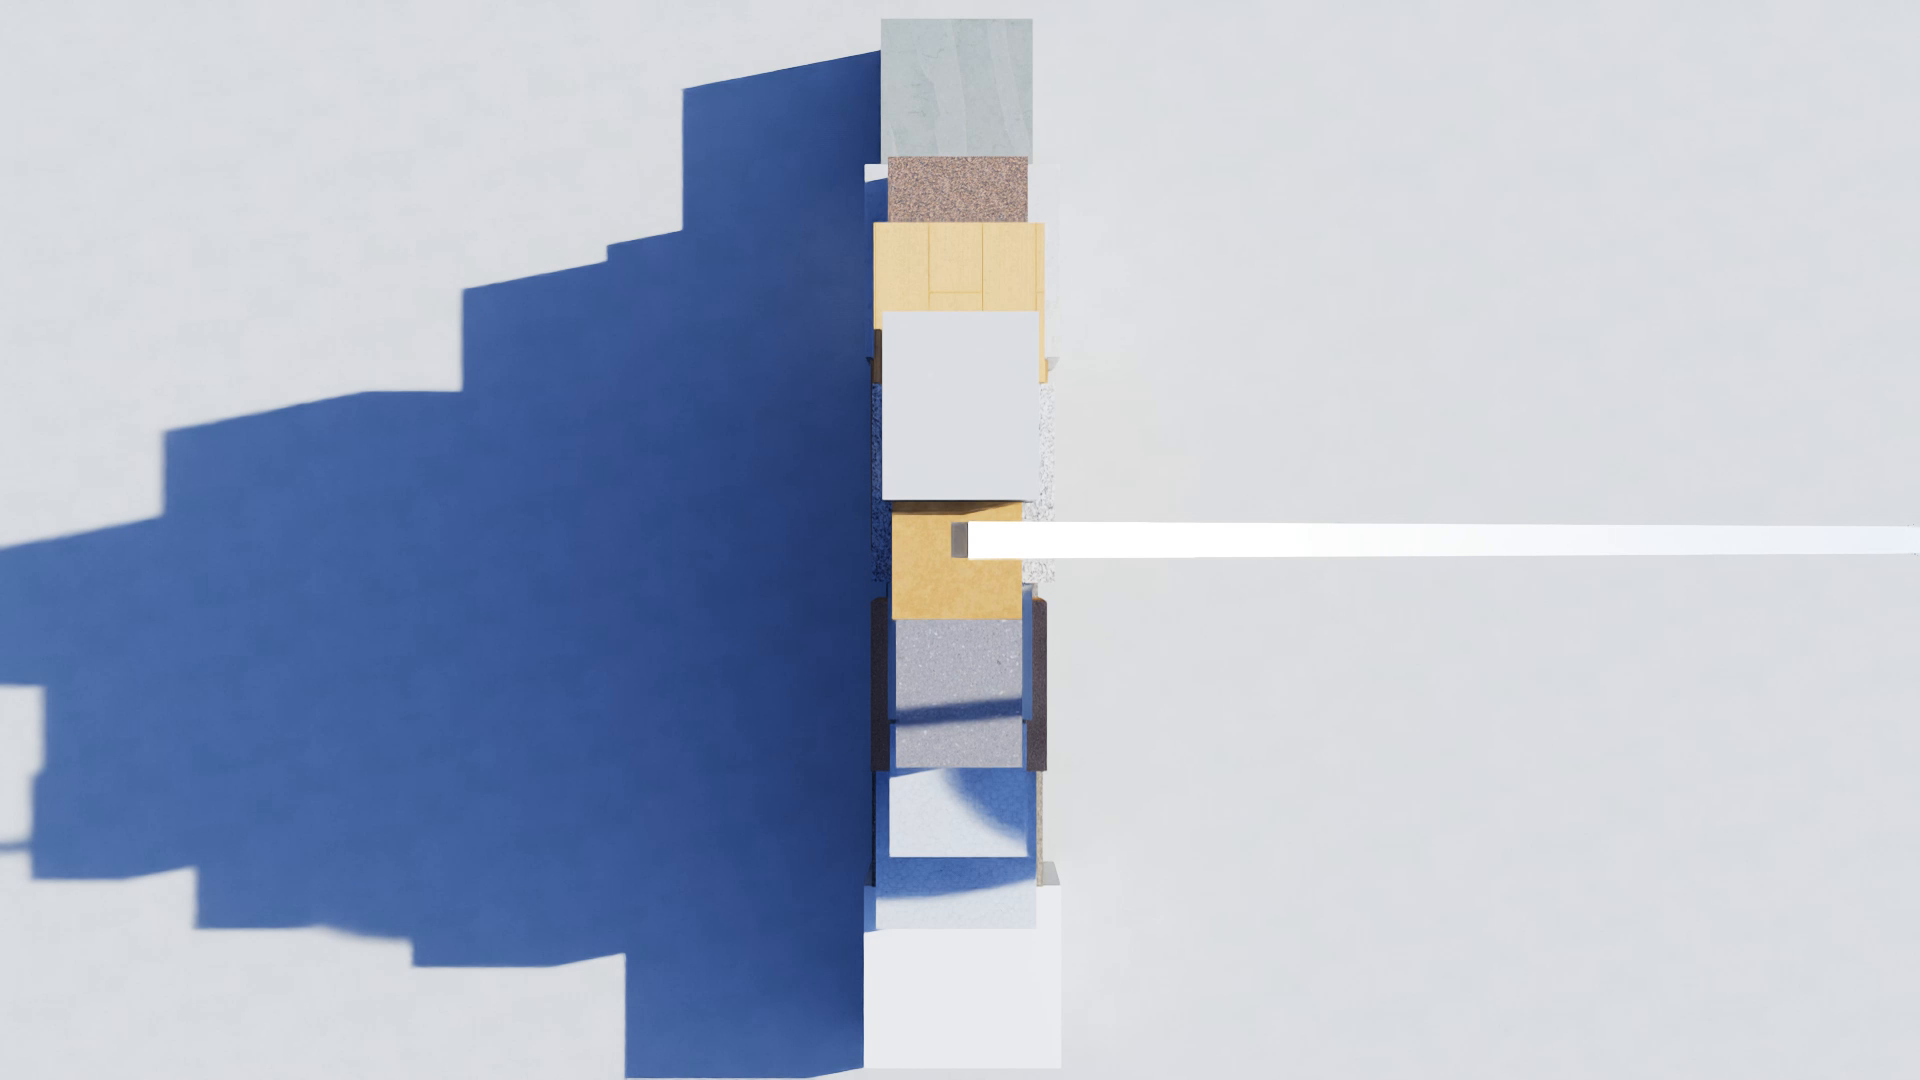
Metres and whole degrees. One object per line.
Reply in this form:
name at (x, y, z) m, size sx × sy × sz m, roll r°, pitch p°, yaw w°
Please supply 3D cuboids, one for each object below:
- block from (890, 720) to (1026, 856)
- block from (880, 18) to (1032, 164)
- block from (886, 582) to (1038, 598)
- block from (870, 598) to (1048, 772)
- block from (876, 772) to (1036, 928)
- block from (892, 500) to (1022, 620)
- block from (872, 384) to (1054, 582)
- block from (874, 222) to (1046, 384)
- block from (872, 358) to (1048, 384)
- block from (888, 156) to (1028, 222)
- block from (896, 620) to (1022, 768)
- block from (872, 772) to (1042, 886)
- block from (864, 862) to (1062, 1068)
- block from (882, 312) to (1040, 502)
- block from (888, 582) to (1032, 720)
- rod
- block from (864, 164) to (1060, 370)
block at (-0.009, 1.178, 10.693) m, size 0.645 × 0.691 × 0.624 m, roll 0°, pitch 90°, yaw 0°
block at (-0.018, -2.482, 12.620) m, size 0.846 × 0.761 × 0.841 m, roll 0°, pitch 90°, yaw 0°
block at (0.012, 0.519, 12.567) m, size 0.837 × 0.867 × 0.913 m, roll 0°, pitch 90°, yaw 0°
block at (-0.005, 0.736, 11.507) m, size 0.885 × 0.935 × 0.851 m, roll 0°, pitch 90°, yaw 0°
block at (-0.019, 1.579, 11.596) m, size 0.819 × 0.756 × 0.810 m, roll 0°, pitch 90°, yaw 0°
block at (-0.013, 0.089, 9.998) m, size 0.576 × 0.476 × 0.528 m, roll 0°, pitch 90°, yaw 0°
block at (0.015, -0.267, 10.639) m, size 0.853 × 0.805 × 0.925 m, roll 0°, pitch 90°, yaw 0°
block at (-0.003, -1.113, 10.654) m, size 0.800 × 0.766 × 0.745 m, roll 0°, pitch 90°, yaw 0°
block at (-0.003, -0.469, 12.505) m, size 0.966 × 0.990 × 1.044 m, roll 0°, pitch 90°, yaw 0°
block at (-0.011, -1.628, 11.689) m, size 0.724 × 0.637 × 0.712 m, roll 0°, pitch 90°, yaw 0°
block at (-0.004, 0.680, 10.026) m, size 0.556 × 0.647 × 0.652 m, roll 0°, pitch 90°, yaw 0°
block at (-0.014, 1.437, 12.487) m, size 0.930 × 1.026 × 0.904 m, roll 0°, pitch 90°, yaw 0°
block at (0.014, 2.401, 12.540) m, size 1.083 × 0.921 × 1.003 m, roll 0°, pitch 90°, yaw 0°
block at (0.003, -0.586, 9.892) m, size 0.679 × 0.684 × 0.818 m, roll 0°, pitch 90°, yaw 0°
block at (0.000, 0.529, 10.767) m, size 0.689 × 0.547 × 0.662 m, roll 0°, pitch 90°, yaw 0°
rod at (2.234, 0.000, 6.260) m, size 5.200 × 0.080 × 0.080 m, roll 0°, pitch 90°, yaw -31°
block at (0.014, -1.526, 12.504) m, size 1.067 × 0.993 × 1.050 m, roll 0°, pitch 90°, yaw 0°
